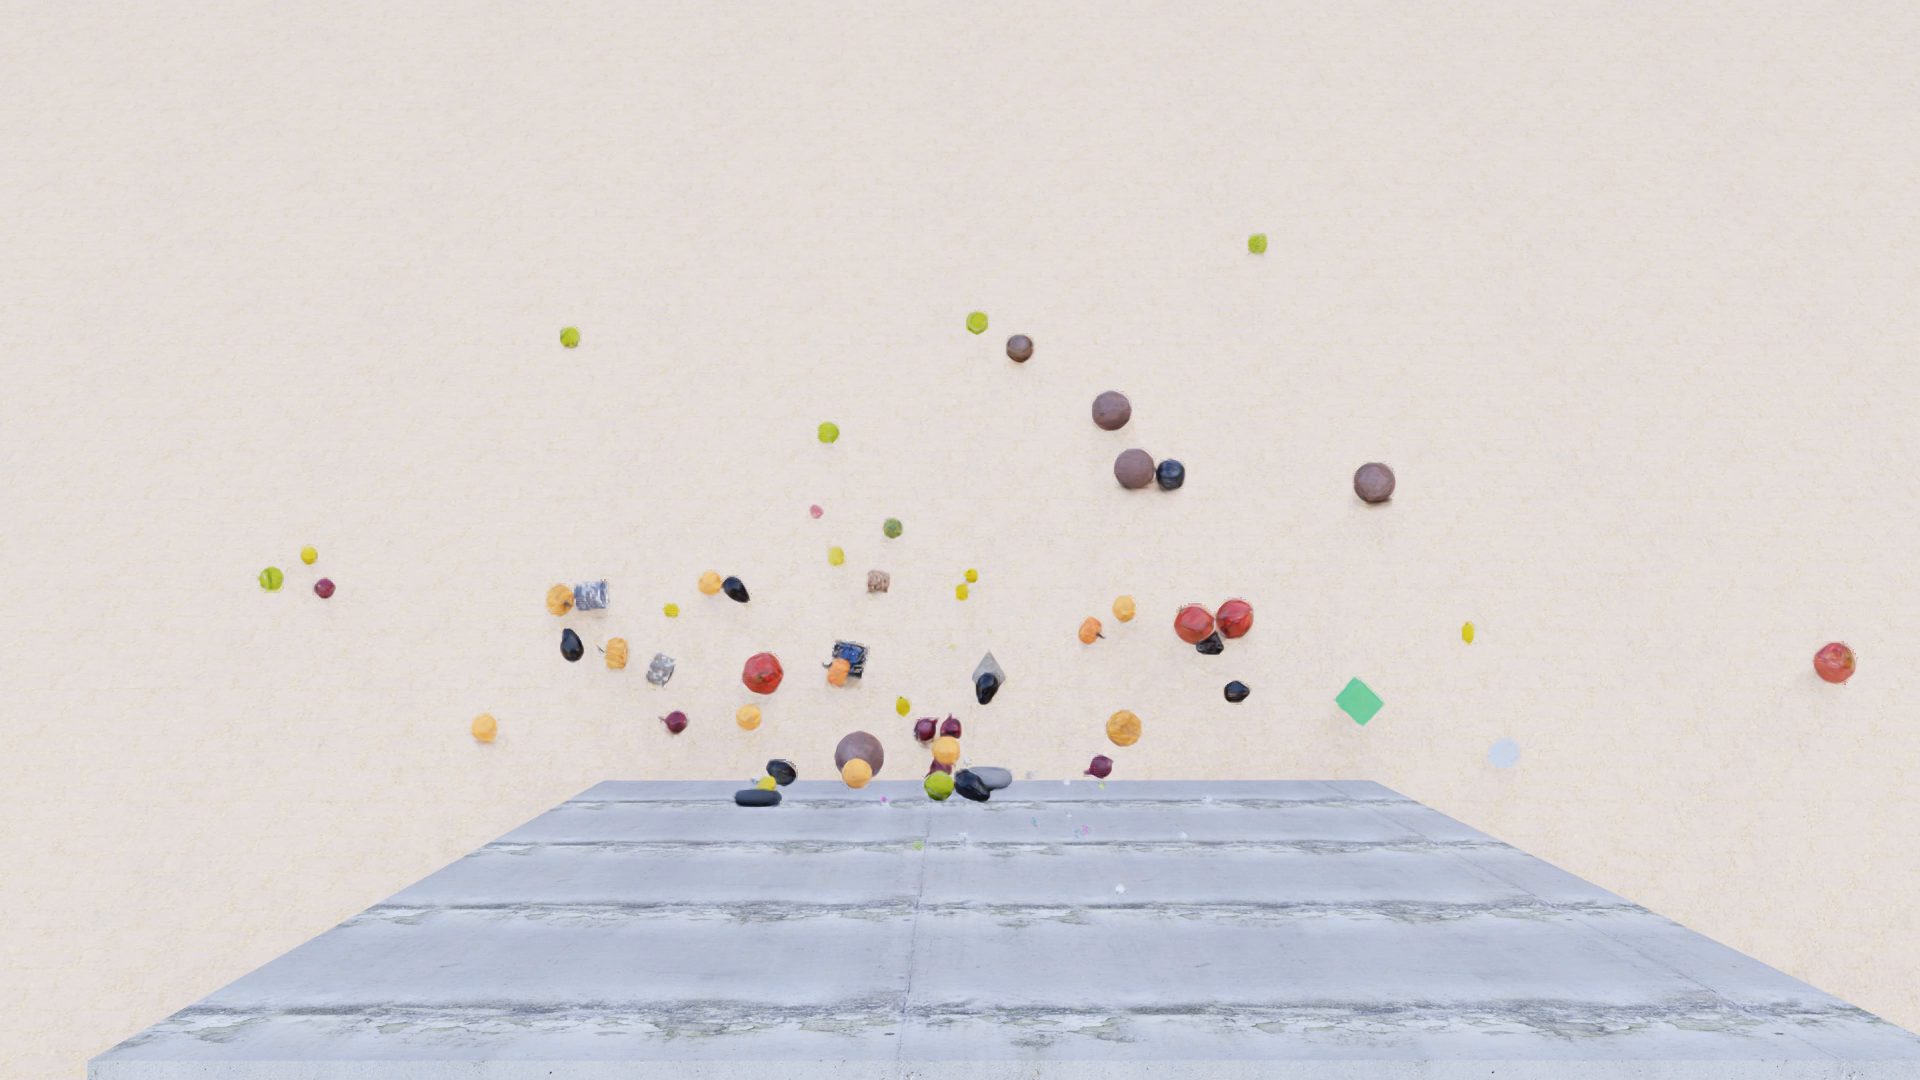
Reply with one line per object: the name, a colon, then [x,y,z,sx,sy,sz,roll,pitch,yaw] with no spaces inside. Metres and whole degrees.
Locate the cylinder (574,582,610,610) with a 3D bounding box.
cylinder: [-1.069,0.163,7.532,0.077,0.077,0.077,-7,31,13]

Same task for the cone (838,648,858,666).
cone: [-0.307,0.339,7.312,0.054,0.054,0.054,23,37,7]

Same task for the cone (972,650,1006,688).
cone: [0.081,0.345,7.249,0.096,0.096,0.096,0,33,0]

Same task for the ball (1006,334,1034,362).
ball: [0.202,-0.650,8.787,0.096,0.096,0.096,0,33,0]

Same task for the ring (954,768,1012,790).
ring: [0.056,0.597,6.489,0.146,0.049,0.146,-1,0,0]

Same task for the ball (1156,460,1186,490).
ball: [0.658,-0.204,8.097,0.096,0.096,0.096,0,33,0]

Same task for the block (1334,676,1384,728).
block: [1.082,0.439,7.034,0.087,0.087,0.087,41,5,-8]

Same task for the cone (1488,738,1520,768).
cone: [1.459,0.581,6.915,0.082,0.082,0.082,-9,66,22]

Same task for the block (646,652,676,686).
block: [-0.834,0.362,7.244,0.058,0.058,0.058,24,36,3]

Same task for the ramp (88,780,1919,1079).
ramp: [0.073,0.639,4.751,2.000,0.100,4.000,0,-1,0]

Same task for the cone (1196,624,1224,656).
cone: [0.712,0.271,7.377,0.083,0.083,0.083,0,33,0]

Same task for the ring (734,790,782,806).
ring: [-0.465,0.593,5.974,0.108,0.036,0.108,0,-5,0]
